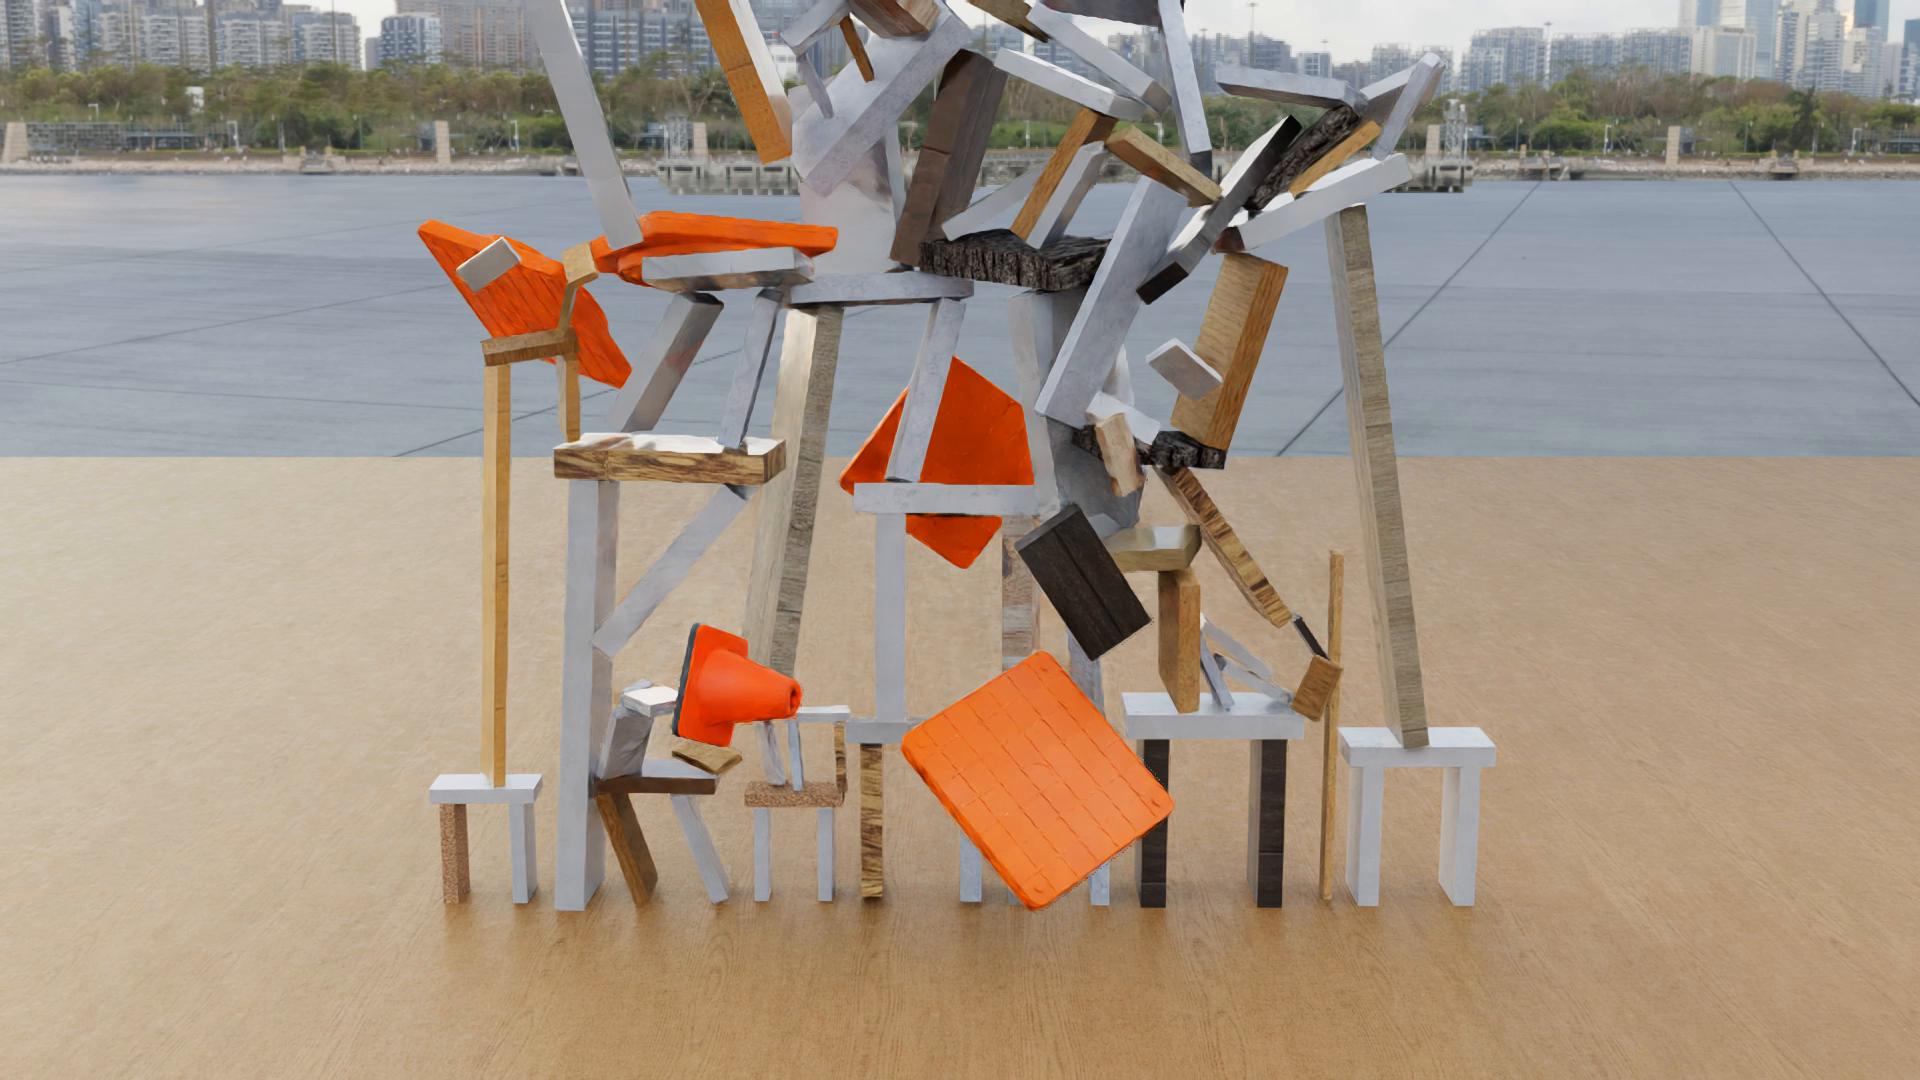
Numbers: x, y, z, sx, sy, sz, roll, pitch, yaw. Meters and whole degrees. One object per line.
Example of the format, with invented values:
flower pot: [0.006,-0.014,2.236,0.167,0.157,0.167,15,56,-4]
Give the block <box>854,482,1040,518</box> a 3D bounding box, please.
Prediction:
block: [-0.002,-0.065,3.663,0.340,0.048,0.170,1,-1,1]

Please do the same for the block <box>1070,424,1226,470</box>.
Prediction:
block: [0.293,-0.145,3.415,0.217,0.031,0.108,3,17,-27]

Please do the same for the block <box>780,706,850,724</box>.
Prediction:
block: [-0.238,0.287,3.622,0.112,0.016,0.056,-2,7,-6]

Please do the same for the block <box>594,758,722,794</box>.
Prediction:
block: [-0.495,0.388,3.619,0.194,0.028,0.097,1,13,1]

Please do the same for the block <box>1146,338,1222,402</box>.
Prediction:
block: [0.325,-0.246,3.185,0.054,0.015,0.108,-33,-51,29]

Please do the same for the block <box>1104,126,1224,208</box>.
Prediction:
block: [0.309,-0.567,3.349,0.175,0.025,0.087,32,-7,-17]

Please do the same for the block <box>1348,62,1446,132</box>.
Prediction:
block: [0.678,-0.692,3.426,0.163,0.081,0.023,-27,65,-24]

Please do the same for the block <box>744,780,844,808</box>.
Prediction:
block: [-0.273,0.420,3.640,0.161,0.023,0.081,0,11,-1]

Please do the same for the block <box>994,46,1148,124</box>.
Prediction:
block: [0.172,-0.708,3.424,0.220,0.031,0.110,29,17,27]

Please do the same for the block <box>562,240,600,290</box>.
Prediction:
block: [-0.581,-0.420,3.359,0.045,0.013,0.091,-24,41,1]

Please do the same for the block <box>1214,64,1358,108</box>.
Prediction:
block: [0.511,-0.707,3.440,0.204,0.029,0.102,13,4,20]

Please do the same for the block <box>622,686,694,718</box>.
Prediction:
block: [-0.475,0.253,3.454,0.070,0.020,0.140,-9,8,-25]

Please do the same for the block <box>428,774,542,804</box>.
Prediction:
block: [-0.782,0.411,3.631,0.171,0.024,0.085,0,11,-1]

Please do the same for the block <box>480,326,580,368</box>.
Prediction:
block: [-0.665,-0.300,3.406,0.144,0.020,0.072,-11,25,-12]

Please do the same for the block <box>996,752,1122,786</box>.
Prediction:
block: [0.162,0.377,3.626,0.202,0.029,0.101,0,11,1]

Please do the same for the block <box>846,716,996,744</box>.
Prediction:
block: [-0.065,0.316,3.656,0.246,0.035,0.123,1,0,-1]

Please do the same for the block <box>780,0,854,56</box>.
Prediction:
block: [-0.228,-0.822,3.492,0.117,0.017,0.058,-39,44,2]

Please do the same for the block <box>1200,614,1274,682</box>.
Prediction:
block: [0.444,0.174,3.574,0.139,0.020,0.069,38,4,-8]

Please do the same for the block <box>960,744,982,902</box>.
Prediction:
block: [0.017,0.464,3.654,0.035,0.246,0.123,0,7,-1]

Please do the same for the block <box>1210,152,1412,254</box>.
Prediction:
block: [0.538,-0.522,3.419,0.295,0.042,0.148,-25,11,-11]

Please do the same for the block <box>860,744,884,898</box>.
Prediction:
block: [-0.147,0.459,3.661,0.035,0.246,0.123,0,3,-2]

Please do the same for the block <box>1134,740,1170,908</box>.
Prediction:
block: [0.317,0.449,3.646,0.040,0.285,0.143,0,11,0]

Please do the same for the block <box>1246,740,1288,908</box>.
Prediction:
block: [0.508,0.449,3.646,0.040,0.285,0.143,0,11,0]

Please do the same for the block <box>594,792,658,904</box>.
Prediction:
block: [-0.552,0.494,3.647,0.028,0.194,0.097,-17,12,5]

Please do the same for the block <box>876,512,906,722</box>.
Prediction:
block: [-0.114,0.127,3.659,0.048,0.340,0.170,0,-1,-1]

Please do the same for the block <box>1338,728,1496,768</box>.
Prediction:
block: [0.750,0.341,3.621,0.237,0.034,0.118,0,11,0]

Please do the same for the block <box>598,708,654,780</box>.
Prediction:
block: [-0.536,0.324,3.536,0.070,0.140,0.020,-11,46,-34]

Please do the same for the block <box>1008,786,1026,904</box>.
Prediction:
block: [0.095,0.491,3.647,0.029,0.202,0.101,0,11,0]

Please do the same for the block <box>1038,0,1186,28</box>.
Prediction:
block: [0.240,-0.871,3.491,0.235,0.033,0.117,10,-16,3]

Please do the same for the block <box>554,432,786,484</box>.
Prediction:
block: [-0.457,-0.130,3.492,0.334,0.047,0.167,2,11,8]

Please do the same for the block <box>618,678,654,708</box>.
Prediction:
block: [-0.540,0.304,3.604,0.020,0.140,0.070,18,17,17]

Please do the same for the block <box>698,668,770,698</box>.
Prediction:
block: [-0.371,0.235,3.615,0.108,0.015,0.054,19,-7,-23]

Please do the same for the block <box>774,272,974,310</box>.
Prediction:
block: [-0.144,-0.415,3.647,0.305,0.043,0.153,-4,3,-14]

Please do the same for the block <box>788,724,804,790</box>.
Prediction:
block: [-0.271,0.352,3.625,0.016,0.112,0.056,-5,7,-3]

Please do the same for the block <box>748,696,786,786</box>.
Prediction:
block: [-0.319,0.331,3.637,0.015,0.146,0.054,-15,7,-23]

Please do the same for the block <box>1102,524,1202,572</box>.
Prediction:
block: [0.253,0.017,3.490,0.241,0.034,0.121,-3,17,19]

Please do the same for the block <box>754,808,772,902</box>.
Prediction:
block: [-0.327,0.510,3.657,0.023,0.161,0.081,0,11,0]

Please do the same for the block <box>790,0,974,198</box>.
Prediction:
block: [-0.141,-0.740,3.604,0.050,0.356,0.178,36,14,-33]

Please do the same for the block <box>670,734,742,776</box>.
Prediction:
block: [-0.414,0.351,3.592,0.108,0.015,0.054,18,37,37]

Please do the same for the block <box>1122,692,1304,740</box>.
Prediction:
block: [0.413,0.289,3.615,0.285,0.040,0.143,0,11,0]

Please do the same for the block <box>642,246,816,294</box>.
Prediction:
block: [-0.356,-0.415,3.385,0.240,0.034,0.120,-3,-4,12]

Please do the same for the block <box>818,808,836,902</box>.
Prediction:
block: [-0.221,0.510,3.656,0.023,0.161,0.081,1,11,1]

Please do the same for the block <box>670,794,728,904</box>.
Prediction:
block: [-0.433,0.496,3.648,0.028,0.194,0.097,-21,12,-3]

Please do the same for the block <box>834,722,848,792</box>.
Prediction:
block: [-0.196,0.354,3.623,0.016,0.112,0.056,-3,10,-1]

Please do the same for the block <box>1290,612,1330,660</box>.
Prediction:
block: [0.569,0.164,3.576,0.014,0.097,0.049,-35,9,1]

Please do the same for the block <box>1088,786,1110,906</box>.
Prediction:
block: [0.231,0.492,3.645,0.029,0.203,0.101,0,11,0]

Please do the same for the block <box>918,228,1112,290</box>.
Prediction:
block: [0.106,-0.448,3.492,0.171,0.049,0.343,-15,19,-34]
